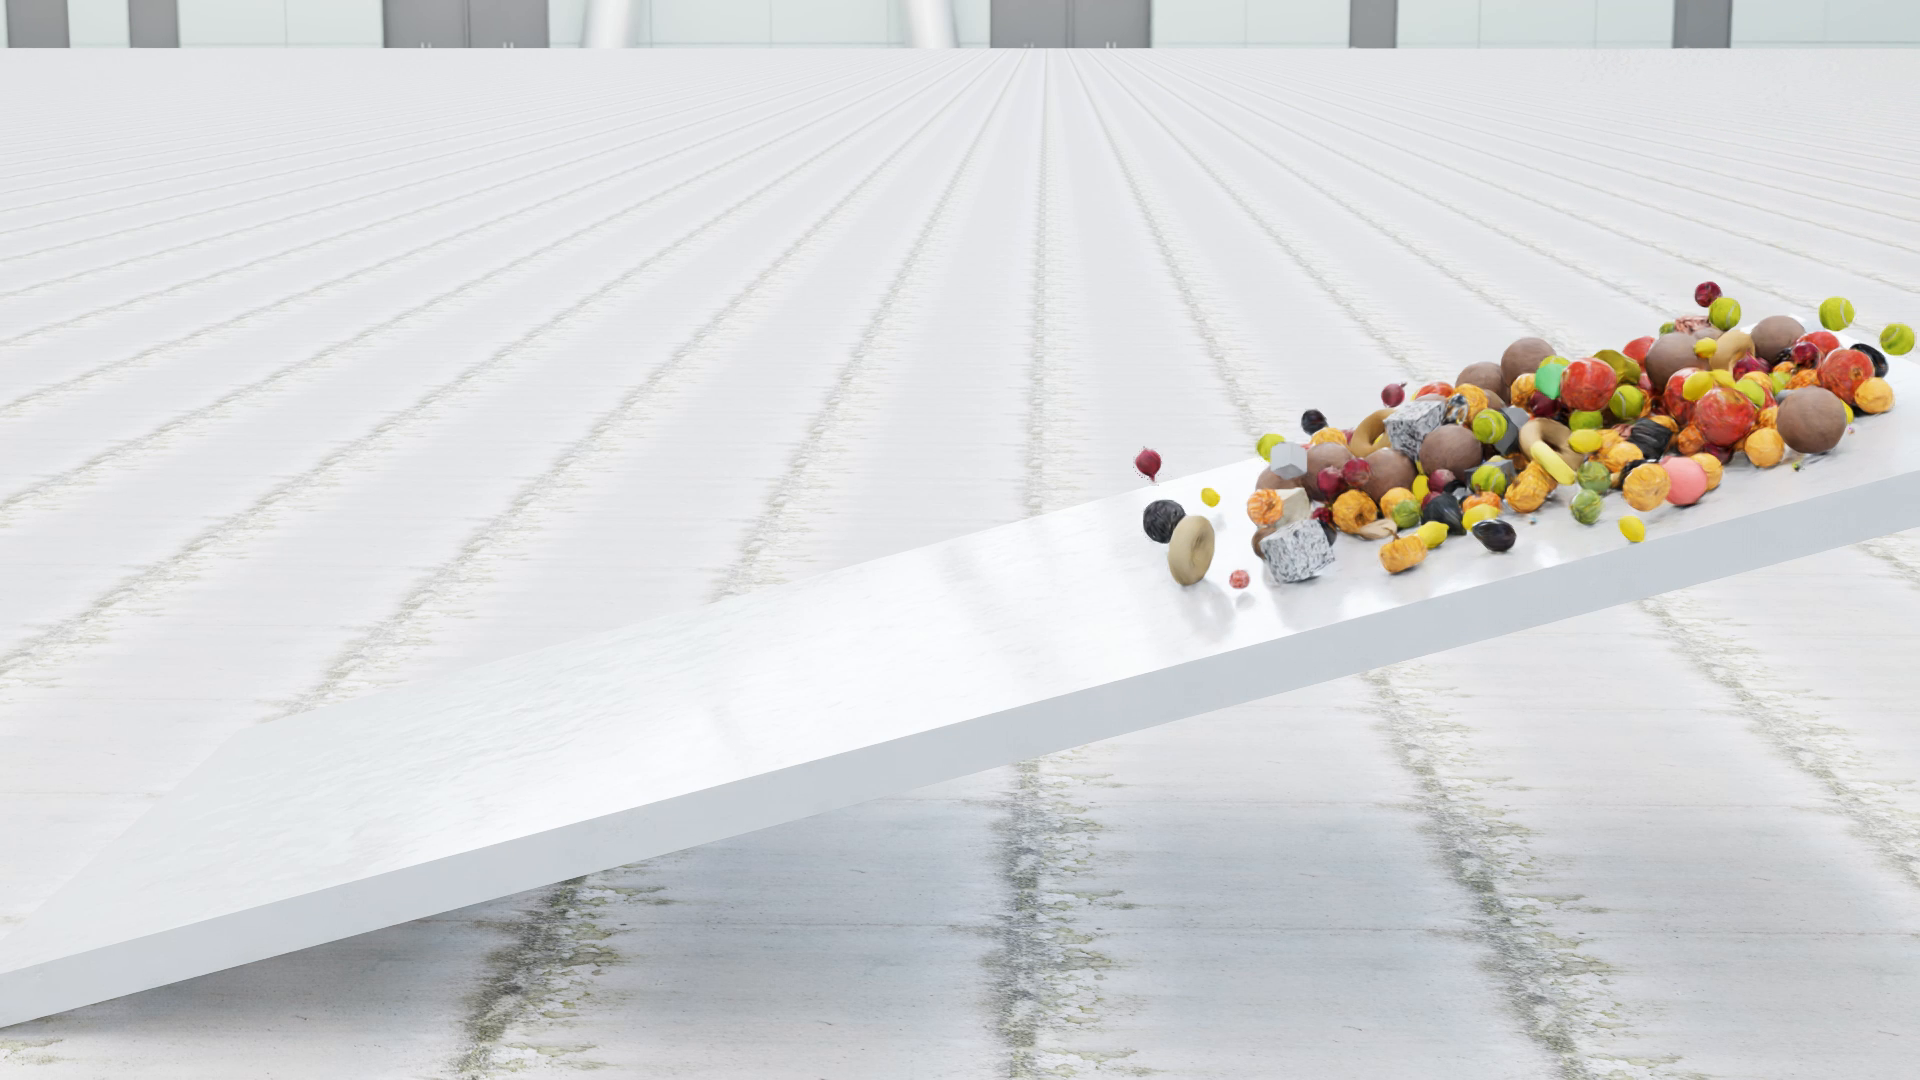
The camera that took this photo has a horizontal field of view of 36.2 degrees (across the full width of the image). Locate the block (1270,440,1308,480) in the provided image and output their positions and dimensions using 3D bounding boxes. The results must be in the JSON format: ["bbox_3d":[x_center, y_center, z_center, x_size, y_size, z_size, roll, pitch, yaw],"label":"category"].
[{"bbox_3d":[0.680,-0.165,6.087,0.054,0.054,0.054,-20,-34,39],"label":"block"}]

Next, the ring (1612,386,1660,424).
[{"bbox_3d":[1.432,-0.279,6.309,0.149,0.050,0.149,-34,5,4],"label":"ring"}]

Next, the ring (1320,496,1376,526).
[{"bbox_3d":[0.813,-0.061,6.167,0.121,0.040,0.121,-16,11,3],"label":"ring"}]

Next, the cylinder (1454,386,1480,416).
[{"bbox_3d":[1.104,-0.303,6.450,0.051,0.051,0.051,13,49,-16],"label":"cylinder"}]

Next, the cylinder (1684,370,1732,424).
[{"bbox_3d":[1.520,-0.289,5.979,0.078,0.078,0.078,-3,-33,-2],"label":"cylinder"}]

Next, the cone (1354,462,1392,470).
[{"bbox_3d":[0.948,-0.182,6.655,0.080,0.080,0.080,18,1,-27],"label":"cone"}]

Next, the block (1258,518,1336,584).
[{"bbox_3d":[0.656,0.021,5.725,0.090,0.090,0.090,-28,8,-26],"label":"block"}]

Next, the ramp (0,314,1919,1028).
[{"bbox_3d":[0.083,0.190,6.327,4.000,0.100,2.000,-15,9,4],"label":"ramp"}]

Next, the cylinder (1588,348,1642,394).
[{"bbox_3d":[1.346,-0.346,6.047,0.081,0.081,0.081,8,-3,37],"label":"cylinder"}]

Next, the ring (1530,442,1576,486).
[{"bbox_3d":[1.161,-0.149,5.760,0.109,0.036,0.109,42,10,-9],"label":"ring"}]

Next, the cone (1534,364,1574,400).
[{"bbox_3d":[1.212,-0.305,6.005,0.081,0.081,0.081,2,34,14],"label":"cone"}]

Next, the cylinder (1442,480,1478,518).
[{"bbox_3d":[0.998,-0.083,5.868,0.055,0.055,0.055,10,-22,44],"label":"cylinder"}]

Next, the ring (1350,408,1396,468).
[{"bbox_3d":[0.910,-0.221,6.389,0.050,0.149,0.149,38,-10,-29],"label":"ring"}]

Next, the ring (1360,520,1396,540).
[{"bbox_3d":[0.842,-0.020,5.923,0.077,0.026,0.077,-14,11,3],"label":"ring"}]

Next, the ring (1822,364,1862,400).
[{"bbox_3d":[1.777,-0.319,5.929,0.030,0.090,0.090,44,-6,-21],"label":"ring"}]

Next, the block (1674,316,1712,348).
[{"bbox_3d":[1.570,-0.446,6.297,0.062,0.062,0.062,4,14,31],"label":"block"}]

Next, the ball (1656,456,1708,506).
[{"bbox_3d":[1.334,-0.108,5.433,0.090,0.090,0.090,0,10,0],"label":"ball"}]

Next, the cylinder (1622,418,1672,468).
[{"bbox_3d":[1.364,-0.194,5.833,0.073,0.073,0.073,28,-4,2],"label":"cylinder"}]

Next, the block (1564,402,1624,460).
[{"bbox_3d":[1.326,-0.228,6.123,0.091,0.091,0.091,-18,9,-2],"label":"block"}]

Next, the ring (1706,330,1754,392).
[{"bbox_3d":[1.597,-0.369,6.101,0.138,0.138,0.046,-9,26,-42],"label":"ring"}]

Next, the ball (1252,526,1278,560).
[{"bbox_3d":[0.627,0.007,5.981,0.070,0.070,0.070,0,10,0],"label":"ball"}]

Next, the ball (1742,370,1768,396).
[{"bbox_3d":[1.694,-0.335,6.271,0.056,0.056,0.056,0,10,0],"label":"ball"}]

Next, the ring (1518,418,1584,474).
[{"bbox_3d":[1.211,-0.190,6.024,0.146,0.049,0.146,14,44,-14],"label":"ring"}]

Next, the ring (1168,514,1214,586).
[{"bbox_3d":[0.470,0.020,5.967,0.049,0.148,0.148,12,15,31],"label":"ring"}]

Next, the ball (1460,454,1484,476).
[{"bbox_3d":[1.080,-0.153,6.183,0.053,0.053,0.053,0,10,0],"label":"ball"}]

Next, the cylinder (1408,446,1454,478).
[{"bbox_3d":[1.023,-0.190,6.419,0.090,0.090,0.090,-14,8,8],"label":"cylinder"}]

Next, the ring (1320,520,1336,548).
[{"bbox_3d":[0.702,-0.002,5.877,0.101,0.101,0.034,-2,54,-12],"label":"ring"}]

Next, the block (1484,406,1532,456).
[{"bbox_3d":[1.146,-0.227,6.109,0.068,0.068,0.068,-7,51,-43],"label":"block"}]

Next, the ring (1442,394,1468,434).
[{"bbox_3d":[1.024,-0.260,6.086,0.029,0.088,0.088,22,19,25],"label":"ring"}]

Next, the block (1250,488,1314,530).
[{"bbox_3d":[0.678,-0.052,6.174,0.086,0.086,0.086,-28,15,-38],"label":"block"}]

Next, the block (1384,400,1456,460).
[{"bbox_3d":[0.959,-0.227,6.134,0.093,0.093,0.093,-33,21,-33],"label":"block"}]

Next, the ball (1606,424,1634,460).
[{"bbox_3d":[1.350,-0.199,5.982,0.075,0.075,0.075,0,10,0],"label":"ball"}]

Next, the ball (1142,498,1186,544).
[{"bbox_3d":[0.450,-0.042,6.466,0.099,0.099,0.099,0,10,0],"label":"ball"}]

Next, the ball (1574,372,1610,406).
[{"bbox_3d":[1.381,-0.329,6.435,0.077,0.077,0.077,0,10,0],"label":"ball"}]

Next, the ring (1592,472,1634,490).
[{"bbox_3d":[1.275,-0.115,5.737,0.081,0.027,0.081,-8,-3,0],"label":"ring"}]

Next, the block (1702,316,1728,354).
[{"bbox_3d":[1.637,-0.434,6.375,0.062,0.062,0.062,-35,26,12],"label":"block"}]

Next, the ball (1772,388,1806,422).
[{"bbox_3d":[1.663,-0.270,5.898,0.068,0.068,0.068,0,10,0],"label":"ball"}]

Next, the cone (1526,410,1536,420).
[{"bbox_3d":[1.273,-0.240,6.480,0.072,0.072,0.072,20,18,26],"label":"cone"}]

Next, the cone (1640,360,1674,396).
[{"bbox_3d":[1.563,-0.342,6.570,0.092,0.092,0.092,-8,30,-38],"label":"cone"}]

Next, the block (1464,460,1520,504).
[{"bbox_3d":[1.079,-0.117,5.960,0.071,0.071,0.071,-20,10,-27],"label":"block"}]

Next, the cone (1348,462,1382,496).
[{"bbox_3d":[0.866,-0.144,6.390,0.071,0.071,0.071,-41,10,8],"label":"cone"}]

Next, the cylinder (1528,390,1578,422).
[{"bbox_3d":[1.318,-0.295,6.532,0.077,0.077,0.077,-9,-15,-41],"label":"cylinder"}]

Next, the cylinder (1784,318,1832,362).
[{"bbox_3d":[1.876,-0.443,6.513,0.085,0.085,0.085,-12,5,23],"label":"cylinder"}]
